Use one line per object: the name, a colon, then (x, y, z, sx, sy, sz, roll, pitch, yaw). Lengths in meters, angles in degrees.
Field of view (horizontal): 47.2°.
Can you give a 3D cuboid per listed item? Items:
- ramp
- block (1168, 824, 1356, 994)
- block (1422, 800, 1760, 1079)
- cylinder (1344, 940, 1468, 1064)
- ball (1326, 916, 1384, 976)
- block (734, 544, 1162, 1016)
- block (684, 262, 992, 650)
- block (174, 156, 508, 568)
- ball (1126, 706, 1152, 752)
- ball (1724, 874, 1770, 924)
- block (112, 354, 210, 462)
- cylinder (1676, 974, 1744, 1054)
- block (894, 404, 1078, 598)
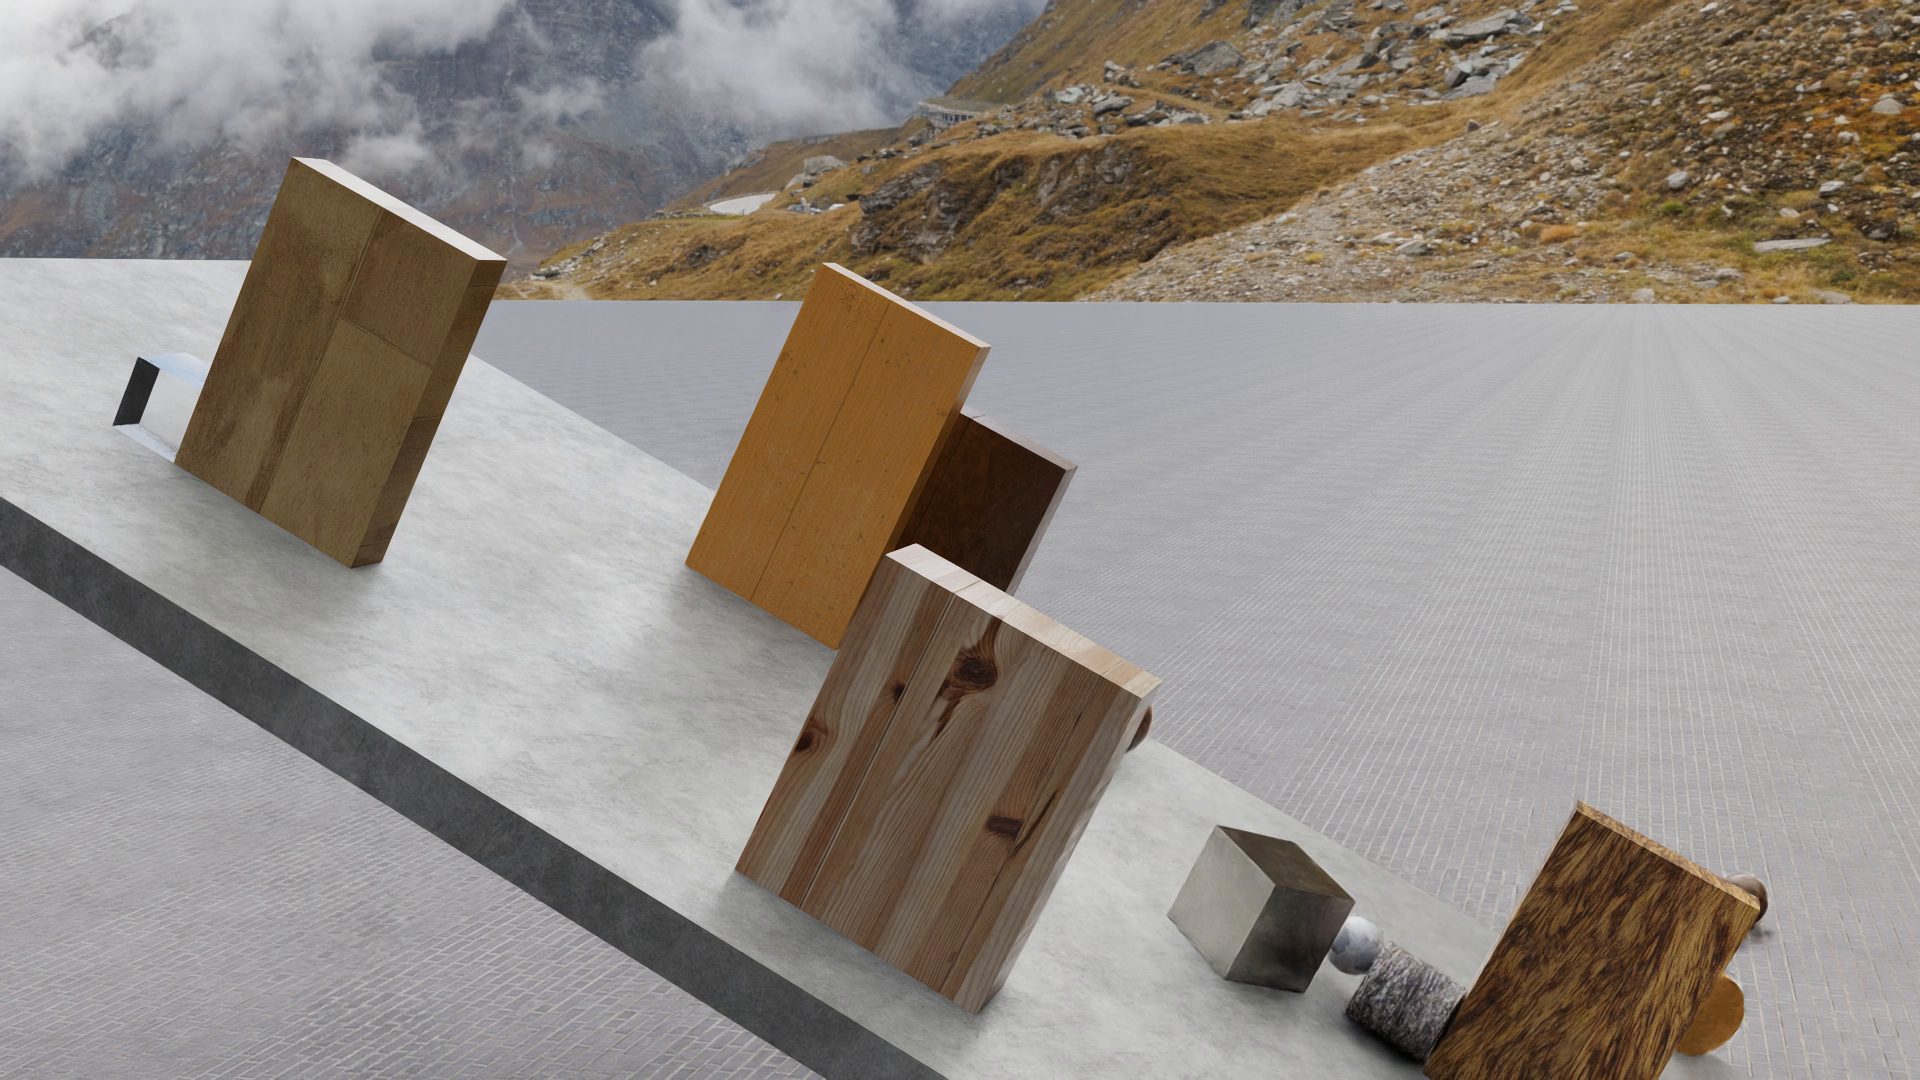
ramp: (-0.242, 0.407, 4.158, 4.000, 0.100, 2.000, 29, 14, 12)
block: (0.543, 0.668, 3.979, 0.200, 0.200, 0.200, 17, 17, -34)
block: (1.090, 0.777, 3.819, 0.338, 0.551, 0.083, 29, 14, 12)
cylinder: (0.798, 0.825, 3.935, 0.156, 0.156, 0.156, 32, 18, 18)
ball: (0.727, 0.747, 4.052, 0.109, 0.109, 0.109, 0, 7, 0)
block: (-0.021, 0.359, 3.347, 0.435, 0.556, 0.147, 29, 14, 12)
block: (-0.259, -0.172, 4.564, 0.378, 0.705, 0.081, 29, 14, 12)
block: (-1.081, -0.307, 3.821, 0.392, 0.592, 0.101, 29, 14, 12)
ball: (0.328, 0.378, 4.726, 0.169, 0.169, 0.169, 0, 7, 0)
ball: (2.225, 1.024, 6.262, 0.147, 0.147, 0.147, 0, 7, 0)
block: (-1.399, -0.239, 3.949, 0.140, 0.140, 0.140, 29, 14, 11)
cylinder: (1.537, 0.964, 4.691, 0.191, 0.191, 0.191, -1, 19, -10)
block: (0.000, -0.022, 4.927, 0.332, 0.493, 0.111, 29, 14, 12)
